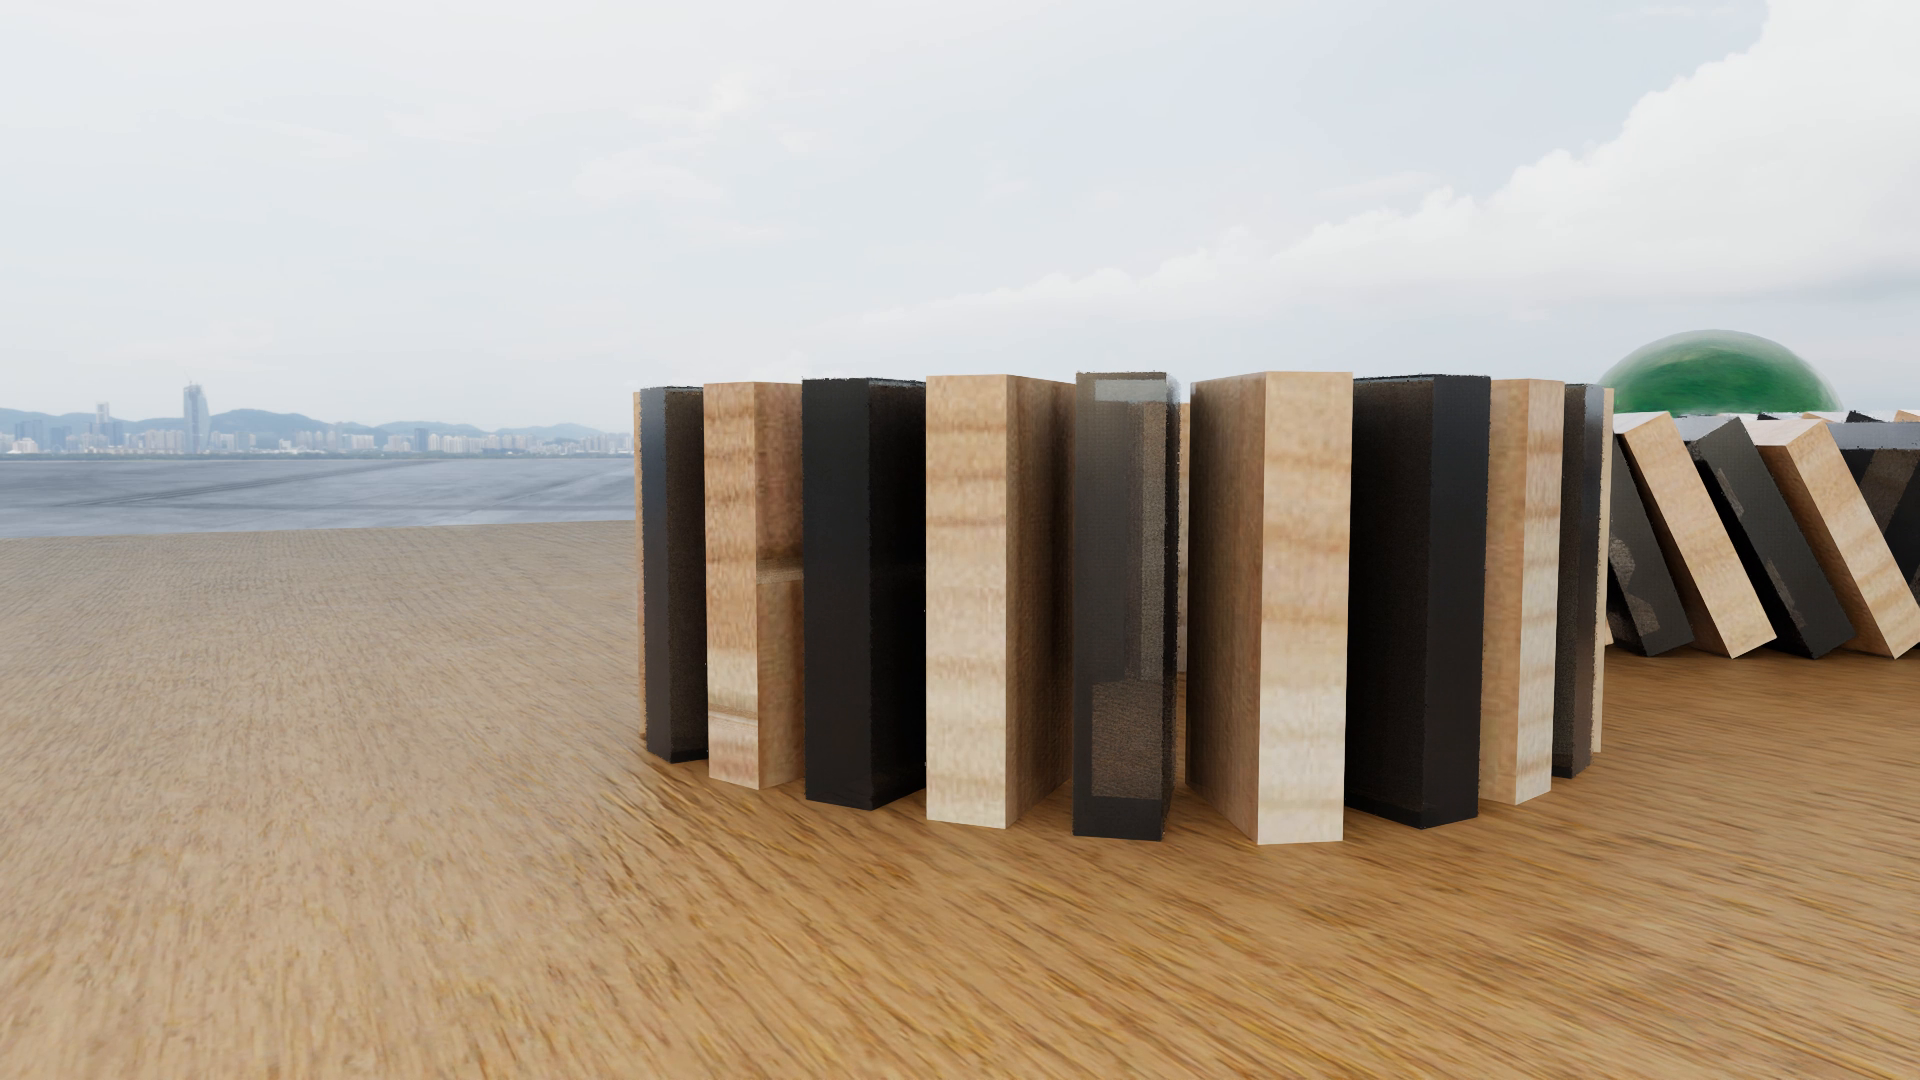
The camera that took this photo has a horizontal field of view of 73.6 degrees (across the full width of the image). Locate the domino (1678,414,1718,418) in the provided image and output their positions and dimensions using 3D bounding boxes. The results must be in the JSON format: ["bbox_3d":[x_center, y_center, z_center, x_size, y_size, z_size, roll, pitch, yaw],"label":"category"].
[{"bbox_3d":[0.195,-0.008,0.344,0.025,0.050,0.010,-2,25,-28],"label":"domino"}]

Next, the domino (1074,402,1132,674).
[{"bbox_3d":[0.024,-0.001,0.248,0.010,0.050,0.025,-1,4,-15],"label":"domino"}]

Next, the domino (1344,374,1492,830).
[{"bbox_3d":[0.049,0.006,0.153,0.009,0.050,0.025,-3,5,-31],"label":"domino"}]

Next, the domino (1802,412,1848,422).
[{"bbox_3d":[0.210,-0.006,0.317,0.025,0.050,0.009,-2,25,-28],"label":"domino"}]

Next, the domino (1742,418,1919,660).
[{"bbox_3d":[0.174,-0.001,0.263,0.010,0.050,0.025,-33,9,-5],"label":"domino"}]

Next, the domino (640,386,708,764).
[{"bbox_3d":[-0.031,0.004,0.180,0.025,0.050,0.010,-3,5,-33],"label":"domino"}]

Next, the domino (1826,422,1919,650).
[{"bbox_3d":[0.190,0.000,0.261,0.010,0.050,0.025,-39,21,-21],"label":"domino"}]

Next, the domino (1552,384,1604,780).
[{"bbox_3d":[0.071,0.005,0.173,0.025,0.050,0.010,3,6,39],"label":"domino"}]

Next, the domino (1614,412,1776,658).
[{"bbox_3d":[0.147,-0.002,0.265,0.010,0.050,0.025,-27,2,5],"label":"domino"}]

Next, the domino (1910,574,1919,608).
[{"bbox_3d":[0.227,-0.004,0.280,0.025,0.050,0.010,-2,25,-27],"label":"domino"}]

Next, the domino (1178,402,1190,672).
[{"bbox_3d":[0.039,-0.001,0.251,0.010,0.050,0.025,0,4,-3],"label":"domino"}]

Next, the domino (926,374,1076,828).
[{"bbox_3d":[0.005,0.006,0.153,0.009,0.050,0.025,2,5,22],"label":"domino"}]

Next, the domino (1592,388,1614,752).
[{"bbox_3d":[0.079,0.004,0.185,0.025,0.050,0.009,2,5,27],"label":"domino"}]

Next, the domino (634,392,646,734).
[{"bbox_3d":[-0.036,0.003,0.194,0.025,0.050,0.010,-1,4,-9],"label":"domino"}]

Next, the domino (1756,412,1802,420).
[{"bbox_3d":[0.205,-0.007,0.326,0.025,0.050,0.010,-2,25,-28],"label":"domino"}]

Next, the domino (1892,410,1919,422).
[{"bbox_3d":[0.220,-0.005,0.299,0.025,0.050,0.010,-2,25,-28],"label":"domino"}]

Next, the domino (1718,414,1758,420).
[{"bbox_3d":[0.200,-0.008,0.335,0.025,0.050,0.009,-2,25,-28],"label":"domino"}]

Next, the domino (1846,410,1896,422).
[{"bbox_3d":[0.215,-0.006,0.308,0.025,0.050,0.010,-2,25,-28],"label":"domino"}]

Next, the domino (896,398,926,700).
[{"bbox_3d":[0.000,0.001,0.216,0.025,0.050,0.010,0,4,1],"label":"domino"}]

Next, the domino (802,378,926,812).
[{"bbox_3d":[-0.008,0.006,0.160,0.010,0.050,0.025,3,5,30],"label":"domino"}]

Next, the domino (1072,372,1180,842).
[{"bbox_3d":[0.020,0.006,0.149,0.009,0.050,0.025,1,4,13],"label":"domino"}]

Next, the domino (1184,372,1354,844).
[{"bbox_3d":[0.035,0.006,0.148,0.009,0.050,0.025,-1,4,-8],"label":"domino"}]

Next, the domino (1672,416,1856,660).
[{"bbox_3d":[0.160,-0.001,0.264,0.009,0.050,0.025,-30,4,2],"label":"domino"}]

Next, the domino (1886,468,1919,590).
[{"bbox_3d":[0.223,-0.004,0.290,0.025,0.050,0.009,-2,25,-27],"label":"domino"}]

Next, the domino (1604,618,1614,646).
[{"bbox_3d":[0.121,-0.003,0.269,0.010,0.050,0.025,-17,2,9],"label":"domino"}]

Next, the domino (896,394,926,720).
[{"bbox_3d":[0.000,0.002,0.201,0.025,0.050,0.010,0,4,0],"label":"domino"}]

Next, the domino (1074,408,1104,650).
[{"bbox_3d":[0.024,-0.003,0.277,0.010,0.050,0.025,0,4,-3],"label":"domino"}]

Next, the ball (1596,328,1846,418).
[{"bbox_3d":[0.245,-0.029,0.422,0.080,0.080,0.080,0,4,0],"label":"ball"}]

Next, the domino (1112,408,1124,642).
[{"bbox_3d":[0.039,-0.003,0.277,0.009,0.050,0.025,0,4,0],"label":"domino"}]

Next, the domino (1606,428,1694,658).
[{"bbox_3d":[0.133,-0.002,0.267,0.009,0.050,0.025,-22,2,7],"label":"domino"}]

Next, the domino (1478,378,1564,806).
[{"bbox_3d":[0.061,0.005,0.162,0.010,0.050,0.025,-4,6,-42],"label":"domino"}]

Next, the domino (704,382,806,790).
[{"bbox_3d":[-0.020,0.005,0.169,0.010,0.050,0.025,4,6,40],"label":"domino"}]
